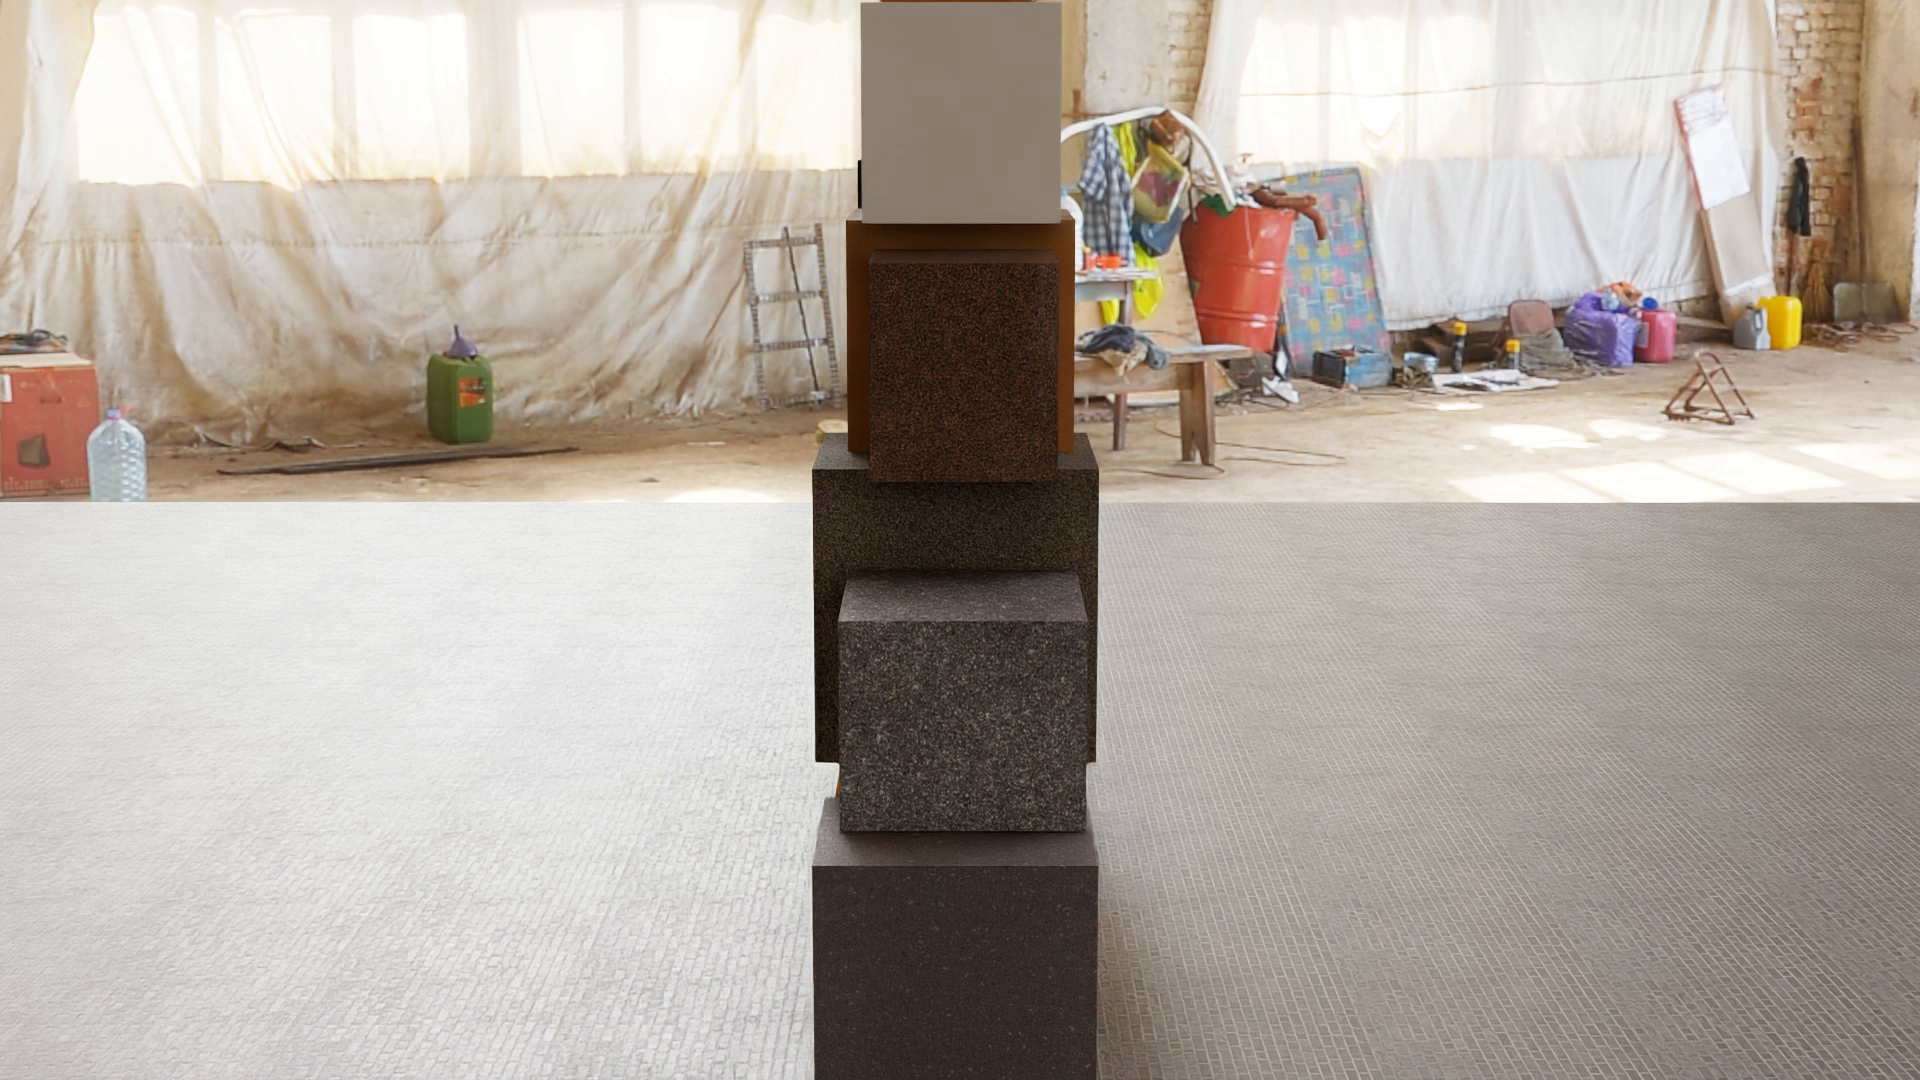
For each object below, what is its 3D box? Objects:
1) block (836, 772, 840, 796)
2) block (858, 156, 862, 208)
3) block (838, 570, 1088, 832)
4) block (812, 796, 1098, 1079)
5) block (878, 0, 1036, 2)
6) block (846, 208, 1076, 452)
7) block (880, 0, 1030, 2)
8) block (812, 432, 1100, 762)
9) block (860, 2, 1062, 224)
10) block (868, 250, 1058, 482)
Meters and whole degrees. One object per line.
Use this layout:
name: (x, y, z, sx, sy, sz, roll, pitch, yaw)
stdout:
block: (0.001, 1.282, 10.107, 0.931, 0.861, 0.968, 0, 10, 0)
block: (-0.017, -1.301, 12.159, 0.898, 1.021, 0.881, 0, 11, 0)
block: (0.010, 0.574, 9.463, 0.872, 0.764, 0.904, 0, 11, 0)
block: (-0.016, 1.450, 9.205, 0.973, 0.853, 0.847, 0, 10, 0)
block: (-0.011, -2.622, 11.037, 0.664, 0.617, 0.590, 0, 11, 0)
block: (0.003, -0.882, 10.584, 0.902, 0.919, 0.870, 0, 10, 0)
block: (-0.018, -2.466, 10.422, 0.590, 0.596, 0.670, 0, 10, 0)
block: (-0.017, 0.207, 10.390, 1.095, 1.154, 1.026, 0, 10, 0)
block: (0.005, -1.694, 10.158, 0.762, 0.830, 0.811, 0, 10, 0)
block: (0.014, -0.679, 9.780, 0.693, 0.806, 0.764, 0, 10, 0)
